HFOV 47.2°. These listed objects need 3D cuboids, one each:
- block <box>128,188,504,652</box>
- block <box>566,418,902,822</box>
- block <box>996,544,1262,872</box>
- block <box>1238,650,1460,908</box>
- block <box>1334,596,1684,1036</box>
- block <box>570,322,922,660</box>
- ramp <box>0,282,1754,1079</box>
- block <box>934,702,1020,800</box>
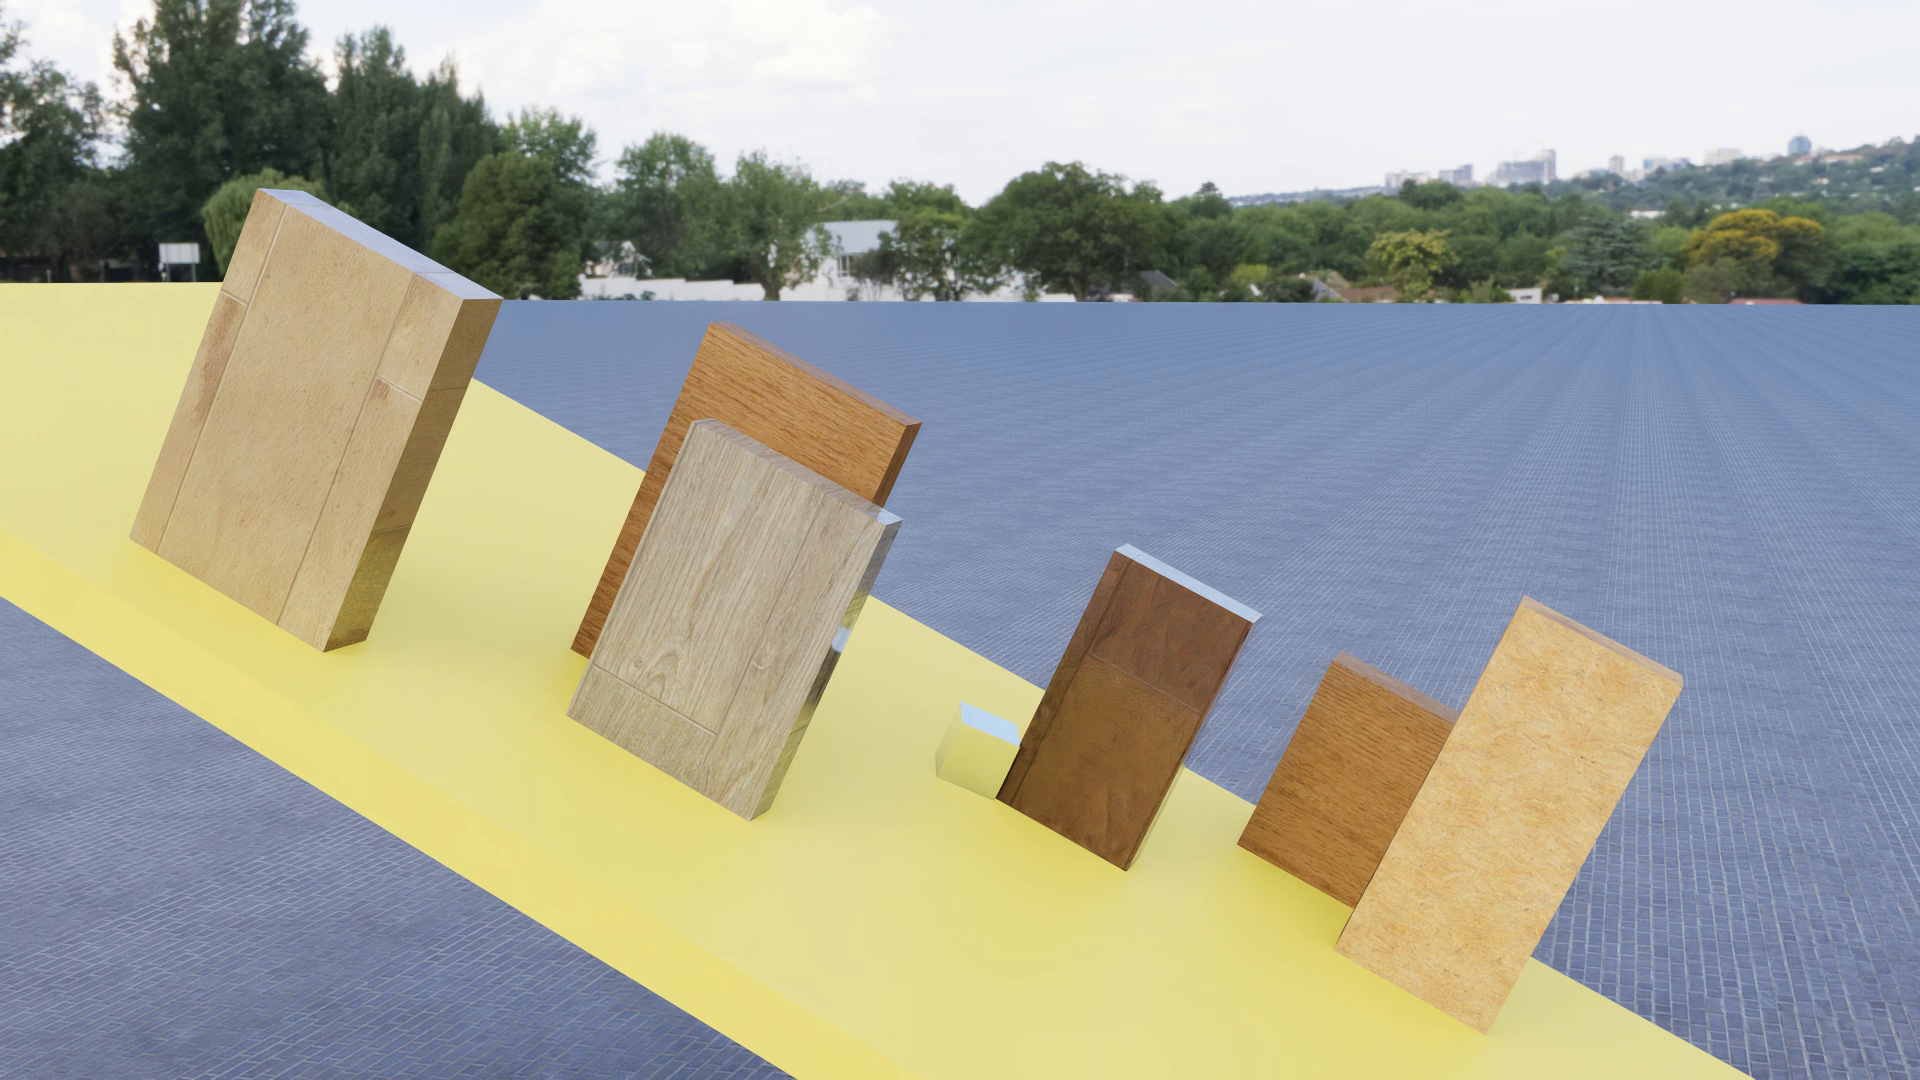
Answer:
[{"bbox_3d":[-1.048,-0.194,3.564,0.400,0.628,0.126,28,14,12],"label":"block"},{"bbox_3d":[-0.381,0.132,3.667,0.371,0.559,0.089,28,14,12],"label":"block"},{"bbox_3d":[0.320,0.321,4.223,0.294,0.547,0.107,28,14,12],"label":"block"},{"bbox_3d":[0.876,0.534,4.611,0.417,0.449,0.132,28,14,12],"label":"block"},{"bbox_3d":[1.049,0.530,4.235,0.327,0.776,0.125,28,14,12],"label":"block"},{"bbox_3d":[-0.389,-0.004,3.943,0.403,0.661,0.088,28,14,12],"label":"block"},{"bbox_3d":[-0.255,0.433,4.165,4.000,0.100,2.000,28,14,12],"label":"ramp"},{"bbox_3d":[0.033,0.410,4.286,0.122,0.122,0.122,23,14,-8],"label":"block"}]
